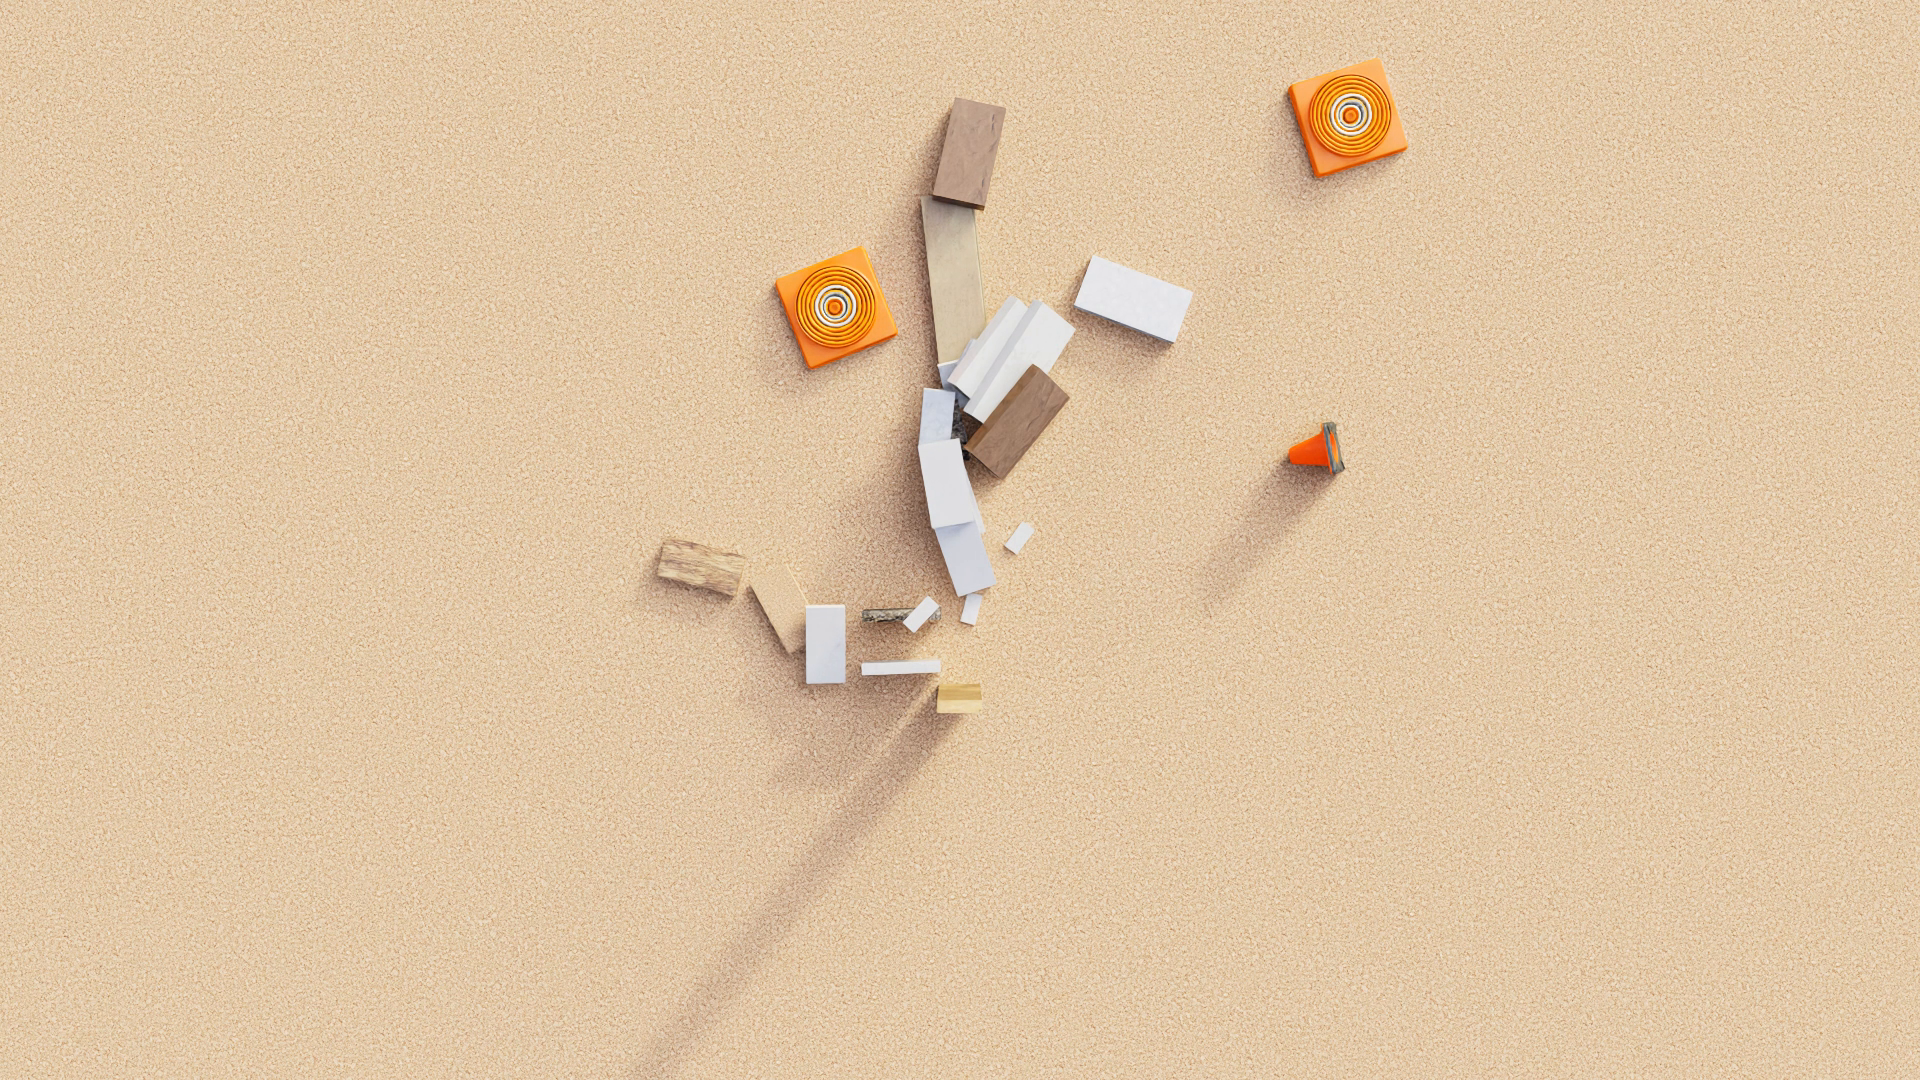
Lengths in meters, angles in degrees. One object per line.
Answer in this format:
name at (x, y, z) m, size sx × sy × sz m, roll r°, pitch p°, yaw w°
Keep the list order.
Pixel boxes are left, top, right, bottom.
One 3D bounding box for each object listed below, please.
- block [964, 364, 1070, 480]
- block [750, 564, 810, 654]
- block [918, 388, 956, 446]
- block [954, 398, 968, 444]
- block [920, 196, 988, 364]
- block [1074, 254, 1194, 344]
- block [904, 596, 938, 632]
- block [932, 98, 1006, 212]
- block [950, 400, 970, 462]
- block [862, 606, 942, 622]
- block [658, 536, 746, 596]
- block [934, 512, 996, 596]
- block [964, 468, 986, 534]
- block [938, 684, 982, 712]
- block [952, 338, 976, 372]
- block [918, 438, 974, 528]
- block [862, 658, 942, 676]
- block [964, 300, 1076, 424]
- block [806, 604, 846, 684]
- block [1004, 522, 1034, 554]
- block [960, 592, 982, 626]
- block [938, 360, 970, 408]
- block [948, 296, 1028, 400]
block at (0.189, -0.387, 5.424) m, size 0.355 × 0.050 × 0.177 m, roll -51°, pitch 130°, yaw 0°
block at (-0.573, 0.228, 5.481) m, size 0.134 × 0.038 × 0.268 m, roll -29°, pitch 90°, yaw 0°
block at (-0.077, -0.391, 5.411) m, size 0.102 × 0.029 × 0.204 m, roll 5°, pitch 103°, yaw -4°
block at (-0.032, -0.387, 5.470) m, size 0.079 × 0.022 × 0.158 m, roll -17°, pitch 103°, yaw 1°
block at (-0.012, -0.854, 5.475) m, size 0.174 × 0.049 × 0.582 m, roll -6°, pitch 90°, yaw 0°
block at (0.574, -0.797, 5.475) m, size 0.355 × 0.050 × 0.177 m, roll 21°, pitch 90°, yaw 0°
block at (-0.127, 0.242, 5.365) m, size 0.050 × 0.014 × 0.119 m, roll 43°, pitch 90°, yaw 0°
block at (0.032, -1.275, 5.446) m, size 0.174 × 0.049 × 0.348 m, roll 12°, pitch 80°, yaw 0°
block at (-0.037, -0.354, 5.451) m, size 0.102 × 0.029 × 0.204 m, roll -11°, pitch 103°, yaw 0°
block at (-0.191, 0.245, 5.436) m, size 0.256 × 0.128 × 0.036 m, roll -2°, pitch 90°, yaw 0°
block at (-0.857, 0.086, 5.481) m, size 0.268 × 0.038 × 0.134 m, roll 15°, pitch 90°, yaw 0°
block at (0.014, 0.037, 5.444) m, size 0.136 × 0.039 × 0.273 m, roll -19°, pitch 104°, yaw 2°
block at (-0.021, -0.136, 5.439) m, size 0.136 × 0.039 × 0.273 m, roll -18°, pitch 104°, yaw 2°
block at (-0.001, 0.499, 5.219) m, size 0.134 × 0.561 × 0.038 m, roll 0°, pitch 90°, yaw 0°
block at (0.033, -0.576, 5.421) m, size 0.079 × 0.022 × 0.158 m, roll 28°, pitch 93°, yaw -32°
block at (-0.046, -0.184, 5.370) m, size 0.136 × 0.039 × 0.273 m, roll -10°, pitch 91°, yaw 2°
block at (-0.192, 0.417, 5.436) m, size 0.257 × 0.128 × 0.036 m, roll -2°, pitch 90°, yaw 0°
block at (0.197, -0.560, 5.424) m, size 0.177 × 0.050 × 0.433 m, roll 33°, pitch 90°, yaw -40°
block at (-0.444, 0.344, 5.450) m, size 0.128 × 0.036 × 0.257 m, roll -1°, pitch 101°, yaw -6°
block at (0.199, -0.007, 5.493) m, size 0.050 × 0.014 × 0.101 m, roll 36°, pitch 90°, yaw 0°
block at (0.038, 0.228, 5.493) m, size 0.050 × 0.014 × 0.101 m, roll 15°, pitch 90°, yaw 0°
block at (-0.018, -0.513, 5.458) m, size 0.079 × 0.022 × 0.158 m, roll -14°, pitch 114°, yaw 0°
block at (0.125, -0.609, 5.416) m, size 0.174 × 0.049 × 0.348 m, roll 39°, pitch 86°, yaw -40°
